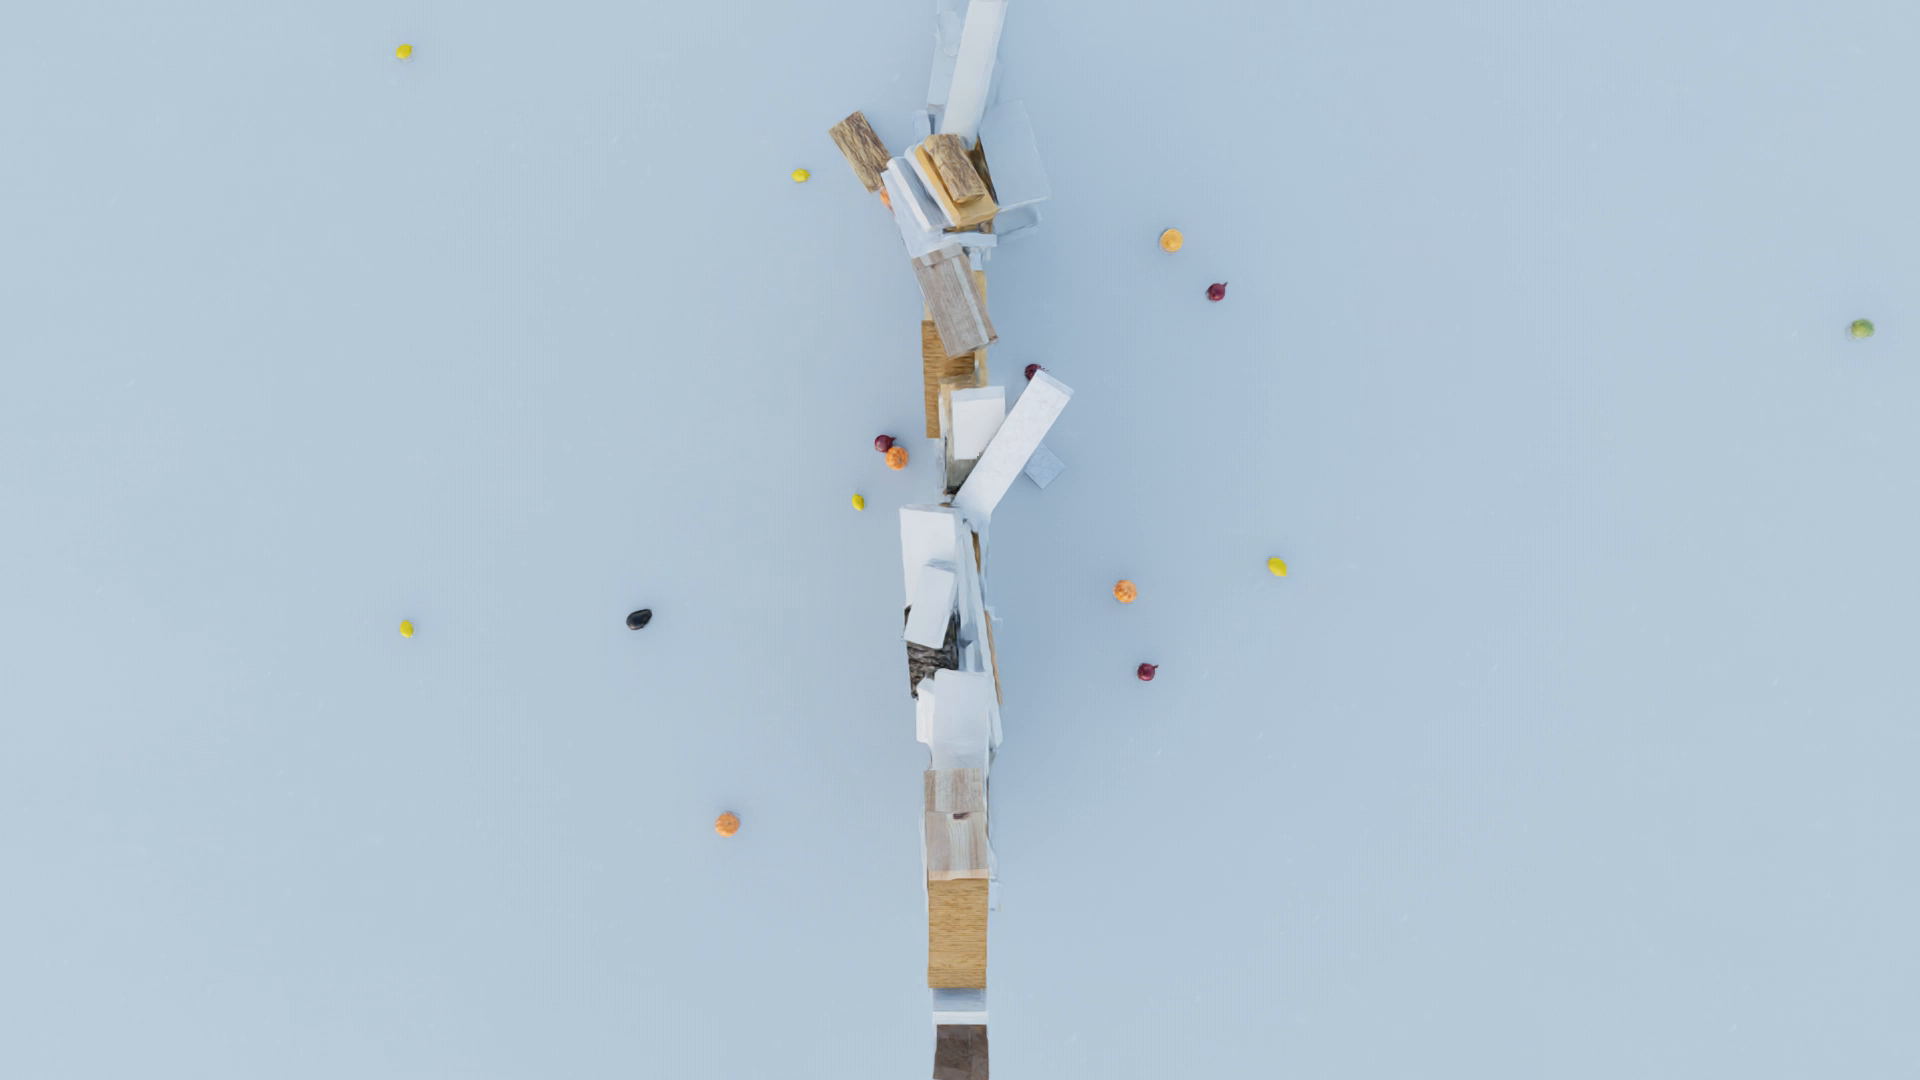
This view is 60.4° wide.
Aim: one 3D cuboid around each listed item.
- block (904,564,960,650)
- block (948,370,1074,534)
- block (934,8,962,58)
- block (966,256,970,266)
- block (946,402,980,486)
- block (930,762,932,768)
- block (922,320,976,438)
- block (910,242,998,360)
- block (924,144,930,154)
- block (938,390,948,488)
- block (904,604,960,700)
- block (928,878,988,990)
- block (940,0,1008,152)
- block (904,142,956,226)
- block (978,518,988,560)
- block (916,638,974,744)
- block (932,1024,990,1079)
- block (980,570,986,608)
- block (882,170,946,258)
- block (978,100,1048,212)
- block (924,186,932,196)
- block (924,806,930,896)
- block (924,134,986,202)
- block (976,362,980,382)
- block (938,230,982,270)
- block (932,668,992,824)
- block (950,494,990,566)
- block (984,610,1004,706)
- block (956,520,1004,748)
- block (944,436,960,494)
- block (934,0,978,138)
[{"bbox_3d":[-0.081,0.191,4.694,0.110,0.031,0.220,14,90,26],"label":"block"},{"bbox_3d":[0.126,-0.232,4.526,0.110,0.648,0.031,30,49,-3],"label":"block"},{"bbox_3d":[-0.029,-1.658,5.398,0.072,0.021,0.145,-18,90,0],"label":"block"},{"bbox_3d":[-0.026,-0.794,4.738,0.113,0.397,0.032,-1,99,1],"label":"block"},{"bbox_3d":[0.035,-0.270,4.663,0.142,0.284,0.040,-2,46,-5],"label":"block"},{"bbox_3d":[-0.017,0.703,4.879,0.073,0.021,0.146,-25,66,-38],"label":"block"},{"bbox_3d":[-0.029,-0.455,4.671,0.145,0.041,0.356,-1,124,1],"label":"block"},{"bbox_3d":[-0.016,-0.647,4.468,0.142,0.040,0.291,-20,82,-4],"label":"block"},{"bbox_3d":[-0.063,-1.216,5.211,0.053,0.015,0.105,-35,83,-32],"label":"block"},{"bbox_3d":[-0.005,-0.288,4.734,0.102,0.356,0.029,-4,46,-1],"label":"block"},{"bbox_3d":[-0.079,0.336,4.792,0.145,0.041,0.290,8,116,26],"label":"block"},{"bbox_3d":[-0.006,0.991,4.177,0.149,0.042,0.297,1,103,-1],"label":"block"},{"bbox_3d":[0.046,-1.501,5.217,0.124,0.035,0.515,33,122,34],"label":"block"},{"bbox_3d":[-0.039,-1.150,5.273,0.145,0.041,0.291,-28,80,-32],"label":"block"},{"bbox_3d":[0.016,0.016,4.856,0.104,0.030,0.209,9,105,1],"label":"block"},{"bbox_3d":[-0.045,0.450,4.888,0.173,0.049,0.347,10,115,27],"label":"block"},{"bbox_3d":[-0.002,1.272,4.770,0.140,1.242,0.040,13,97,-2],"label":"block"},{"bbox_3d":[0.022,-0.005,4.995,0.119,0.034,0.422,2,76,1],"label":"block"},{"bbox_3d":[-0.118,-0.999,5.344,0.130,0.037,0.494,-24,75,18],"label":"block"},{"bbox_3d":[0.161,-1.235,5.302,0.162,0.046,0.325,-16,86,-3],"label":"block"},{"bbox_3d":[-0.093,-1.145,5.279,0.046,0.013,0.092,-7,69,-26],"label":"block"},{"bbox_3d":[-0.016,0.799,4.349,0.148,0.042,0.297,-2,109,-1],"label":"block"},{"bbox_3d":[-0.016,-1.168,5.174,0.113,0.032,0.227,-16,76,-41],"label":"block"},{"bbox_3d":[-0.002,-0.425,4.769,0.101,0.029,0.203,3,126,-3],"label":"block"},{"bbox_3d":[0.001,-0.826,5.138,0.130,0.037,0.260,-11,112,-25],"label":"block"},{"bbox_3d":[0.000,0.607,4.396,0.145,0.041,0.524,5,102,13],"label":"block"},{"bbox_3d":[0.027,-0.040,4.914,0.119,0.034,0.239,3,102,2],"label":"block"},{"bbox_3d":[0.055,0.356,4.946,0.104,0.030,0.295,-4,103,22],"label":"block"},{"bbox_3d":[-0.009,0.279,4.860,0.173,0.049,0.704,1,110,28],"label":"block"},{"bbox_3d":[0.009,-0.219,4.766,0.102,0.203,0.029,-3,46,-2],"label":"block"},{"bbox_3d":[0.000,-1.467,5.477,0.162,0.046,0.974,1,90,0],"label":"block"}]
